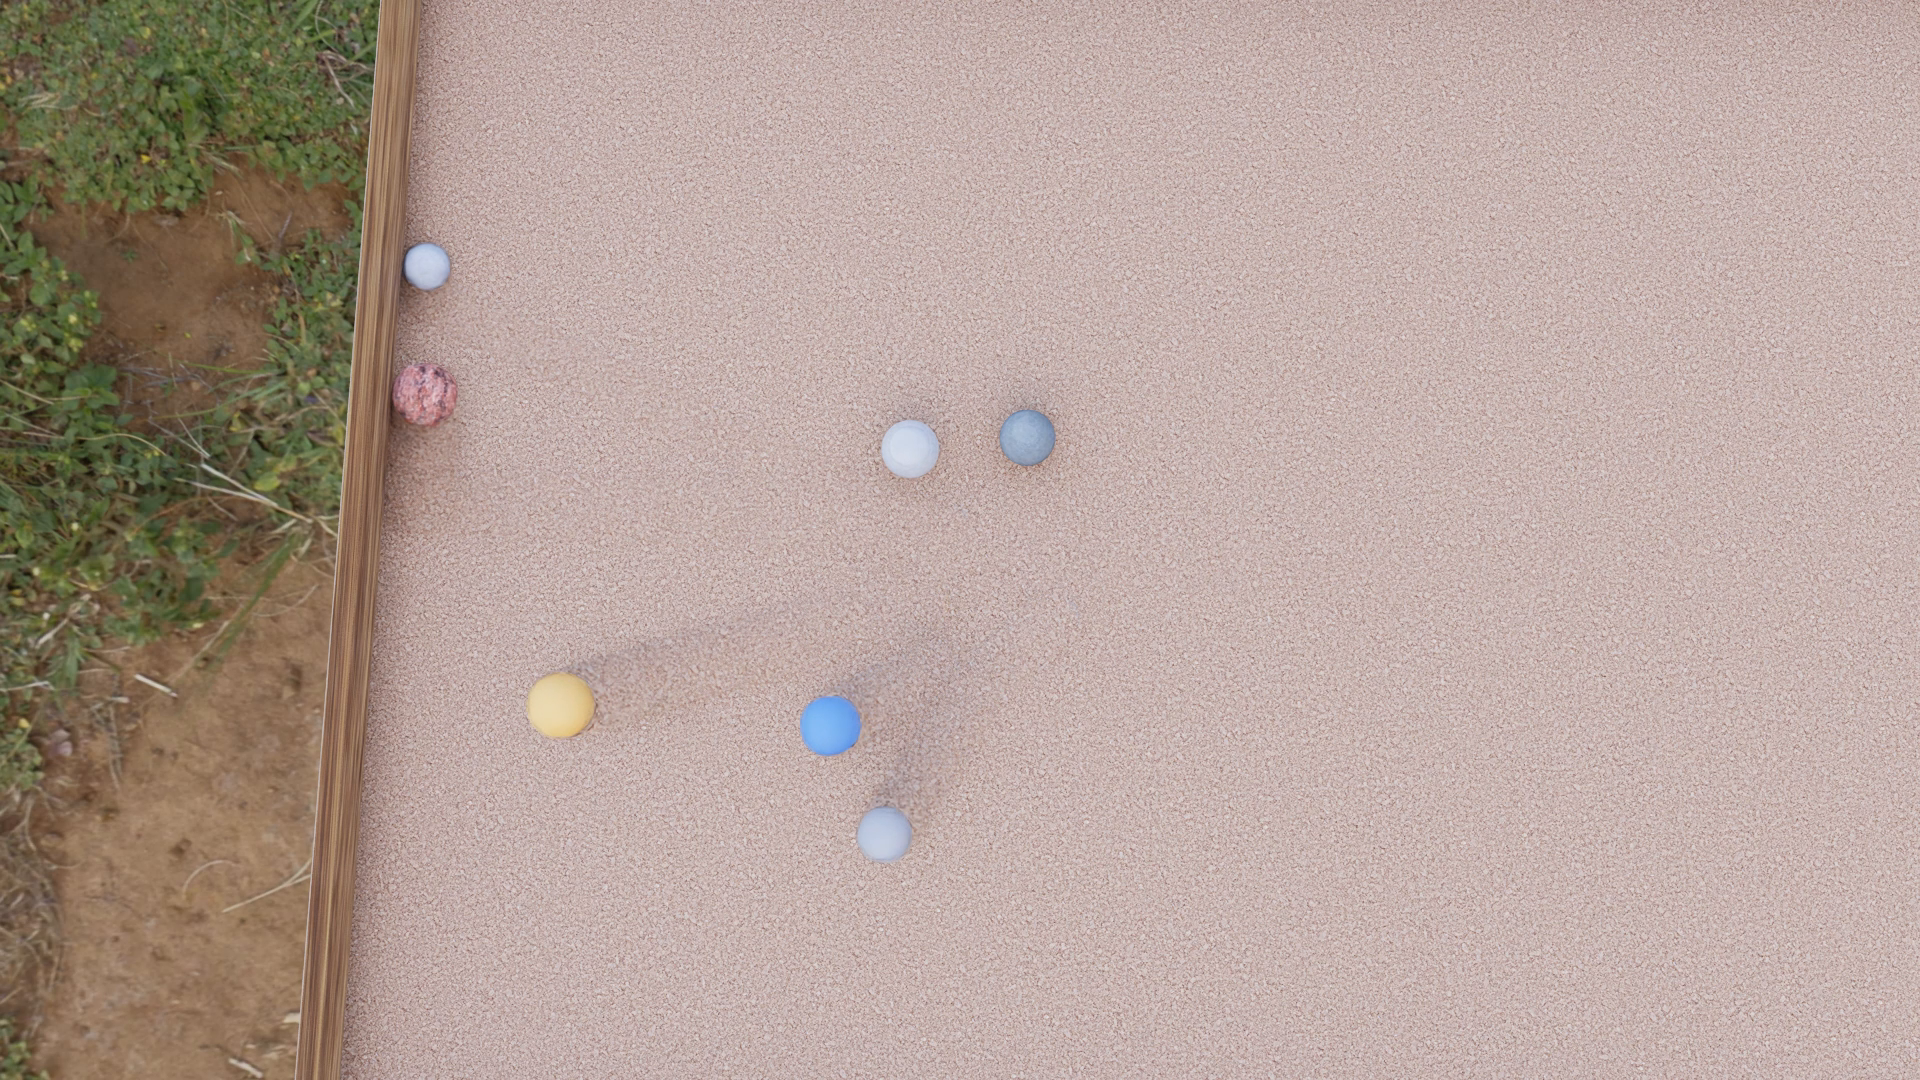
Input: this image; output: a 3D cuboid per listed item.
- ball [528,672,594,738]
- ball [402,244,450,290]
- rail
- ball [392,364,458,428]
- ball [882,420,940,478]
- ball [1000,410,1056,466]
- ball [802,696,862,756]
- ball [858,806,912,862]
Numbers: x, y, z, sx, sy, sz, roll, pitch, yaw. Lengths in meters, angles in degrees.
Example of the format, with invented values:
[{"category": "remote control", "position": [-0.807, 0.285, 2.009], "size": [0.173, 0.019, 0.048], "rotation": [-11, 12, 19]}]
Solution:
[{"category": "ball", "position": [-0.585, 0.242, 3.227], "size": [0.096, 0.096, 0.096], "rotation": [0, 80, 0]}, {"category": "ball", "position": [-0.814, -0.416, 3.356], "size": [0.071, 0.071, 0.071], "rotation": [0, 80, 0]}, {"category": "rail", "position": [-0.879, -0.029, 3.259], "size": [0.045, 0.125, 1.990], "rotation": [2, 80, 0]}, {"category": "ball", "position": [-0.805, -0.217, 3.308], "size": [0.096, 0.096, 0.096], "rotation": [0, 80, 0]}, {"category": "ball", "position": [-0.075, -0.136, 3.298], "size": [0.087, 0.087, 0.087], "rotation": [0, 80, 0]}, {"category": "ball", "position": [0.101, -0.154, 3.302], "size": [0.085, 0.085, 0.085], "rotation": [0, 80, 0]}, {"category": "ball", "position": [-0.189, 0.272, 3.227], "size": [0.087, 0.087, 0.087], "rotation": [0, 80, 0]}, {"category": "ball", "position": [-0.109, 0.428, 3.204], "size": [0.079, 0.079, 0.079], "rotation": [0, 80, 0]}]
